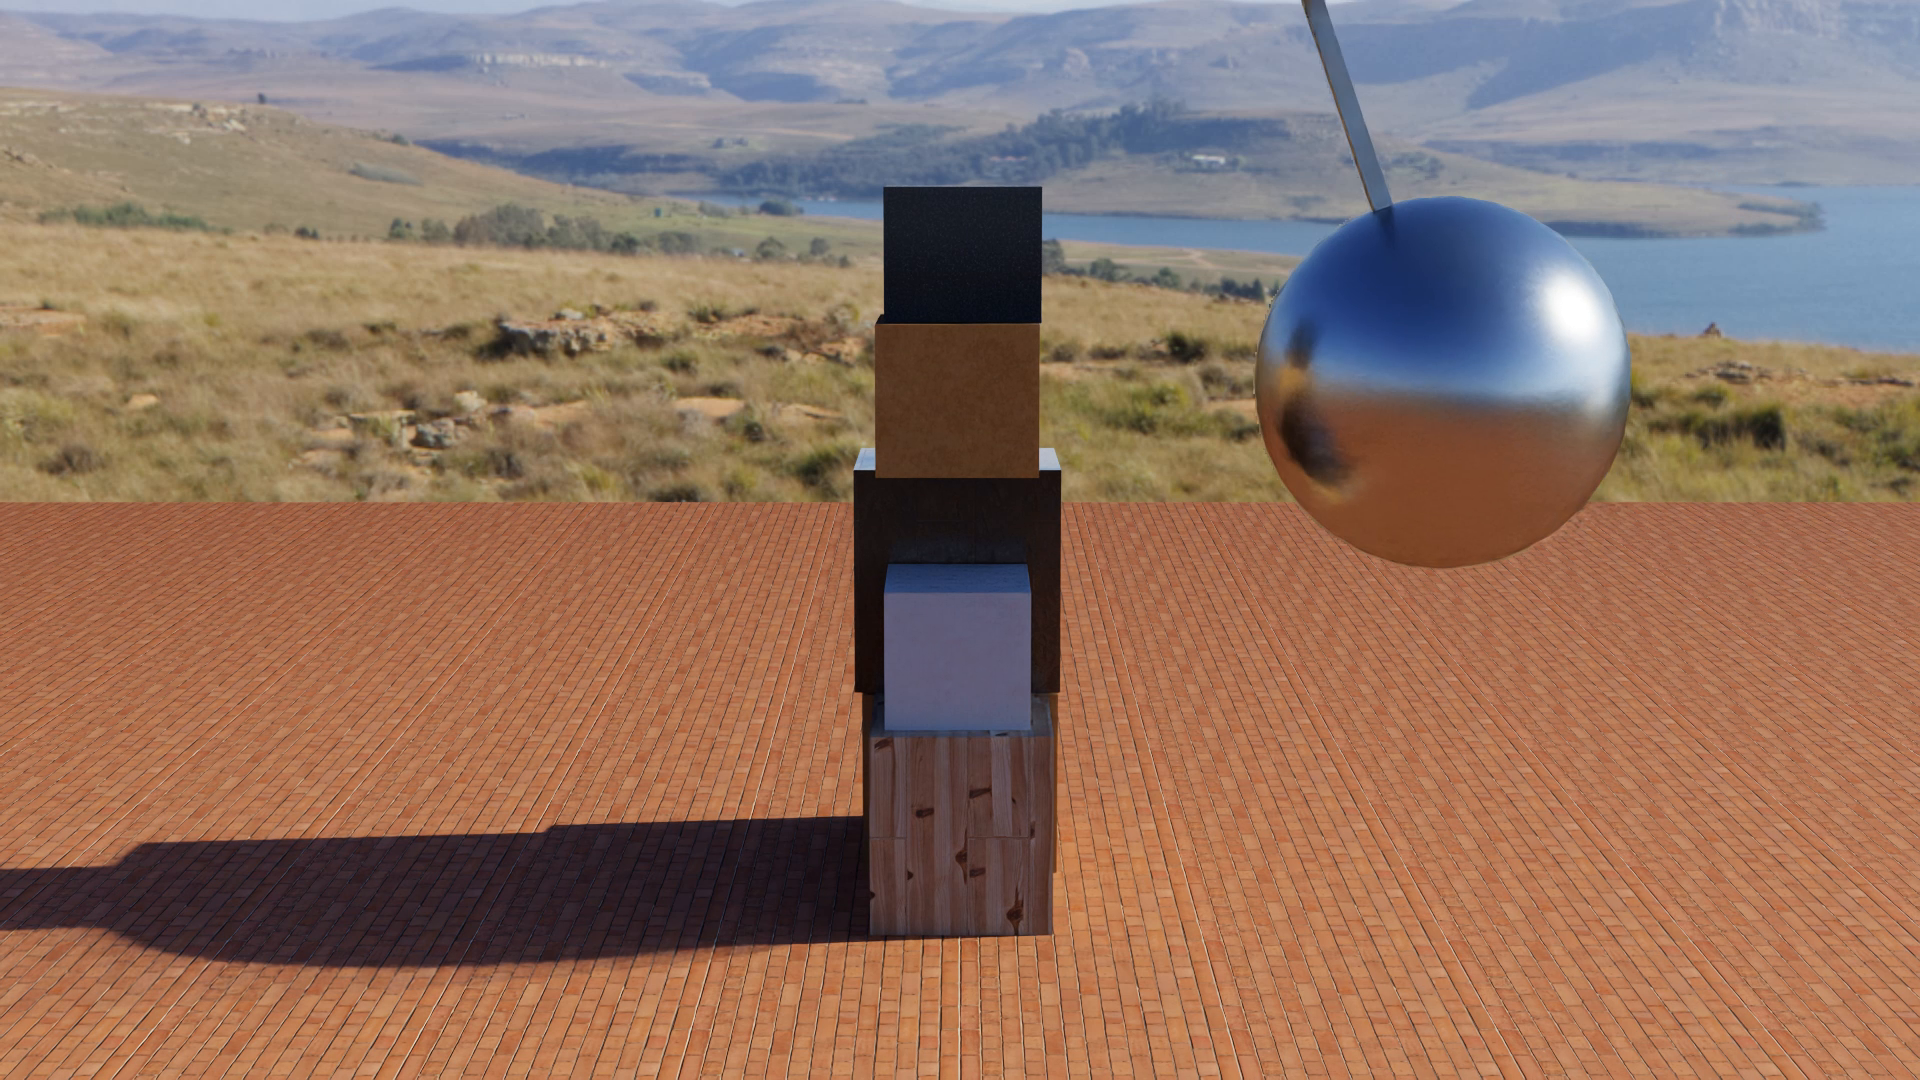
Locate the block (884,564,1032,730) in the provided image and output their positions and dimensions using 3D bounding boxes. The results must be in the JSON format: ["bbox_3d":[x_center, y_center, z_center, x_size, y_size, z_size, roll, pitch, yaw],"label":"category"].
[{"bbox_3d":[-0.010,0.443,10.814,0.601,0.576,0.627,0,10,0],"label":"block"}]

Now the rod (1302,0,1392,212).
[{"bbox_3d":[0.899,-3.815,10.487,0.080,5.200,0.080,-20,10,4],"label":"rod"}]

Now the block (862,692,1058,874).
[{"bbox_3d":[0.000,1.000,11.787,0.861,0.814,0.902,0,10,0],"label":"block"}]

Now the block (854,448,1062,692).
[{"bbox_3d":[-0.011,0.119,11.545,0.895,0.977,0.869,0,8,0],"label":"block"}]

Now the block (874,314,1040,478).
[{"bbox_3d":[-0.011,-0.636,11.117,0.687,0.641,0.809,0,8,0],"label":"block"}]

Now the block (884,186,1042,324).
[{"bbox_3d":[0.011,-1.239,11.057,0.662,0.569,0.646,0,8,0],"label":"block"}]

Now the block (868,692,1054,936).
[{"bbox_3d":[0.006,1.143,10.925,0.754,0.842,0.826,0,10,0],"label":"block"}]

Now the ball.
[{"bbox_3d":[2.074,-0.676,11.057,1.600,1.600,1.600,0,10,0],"label":"ball"}]
